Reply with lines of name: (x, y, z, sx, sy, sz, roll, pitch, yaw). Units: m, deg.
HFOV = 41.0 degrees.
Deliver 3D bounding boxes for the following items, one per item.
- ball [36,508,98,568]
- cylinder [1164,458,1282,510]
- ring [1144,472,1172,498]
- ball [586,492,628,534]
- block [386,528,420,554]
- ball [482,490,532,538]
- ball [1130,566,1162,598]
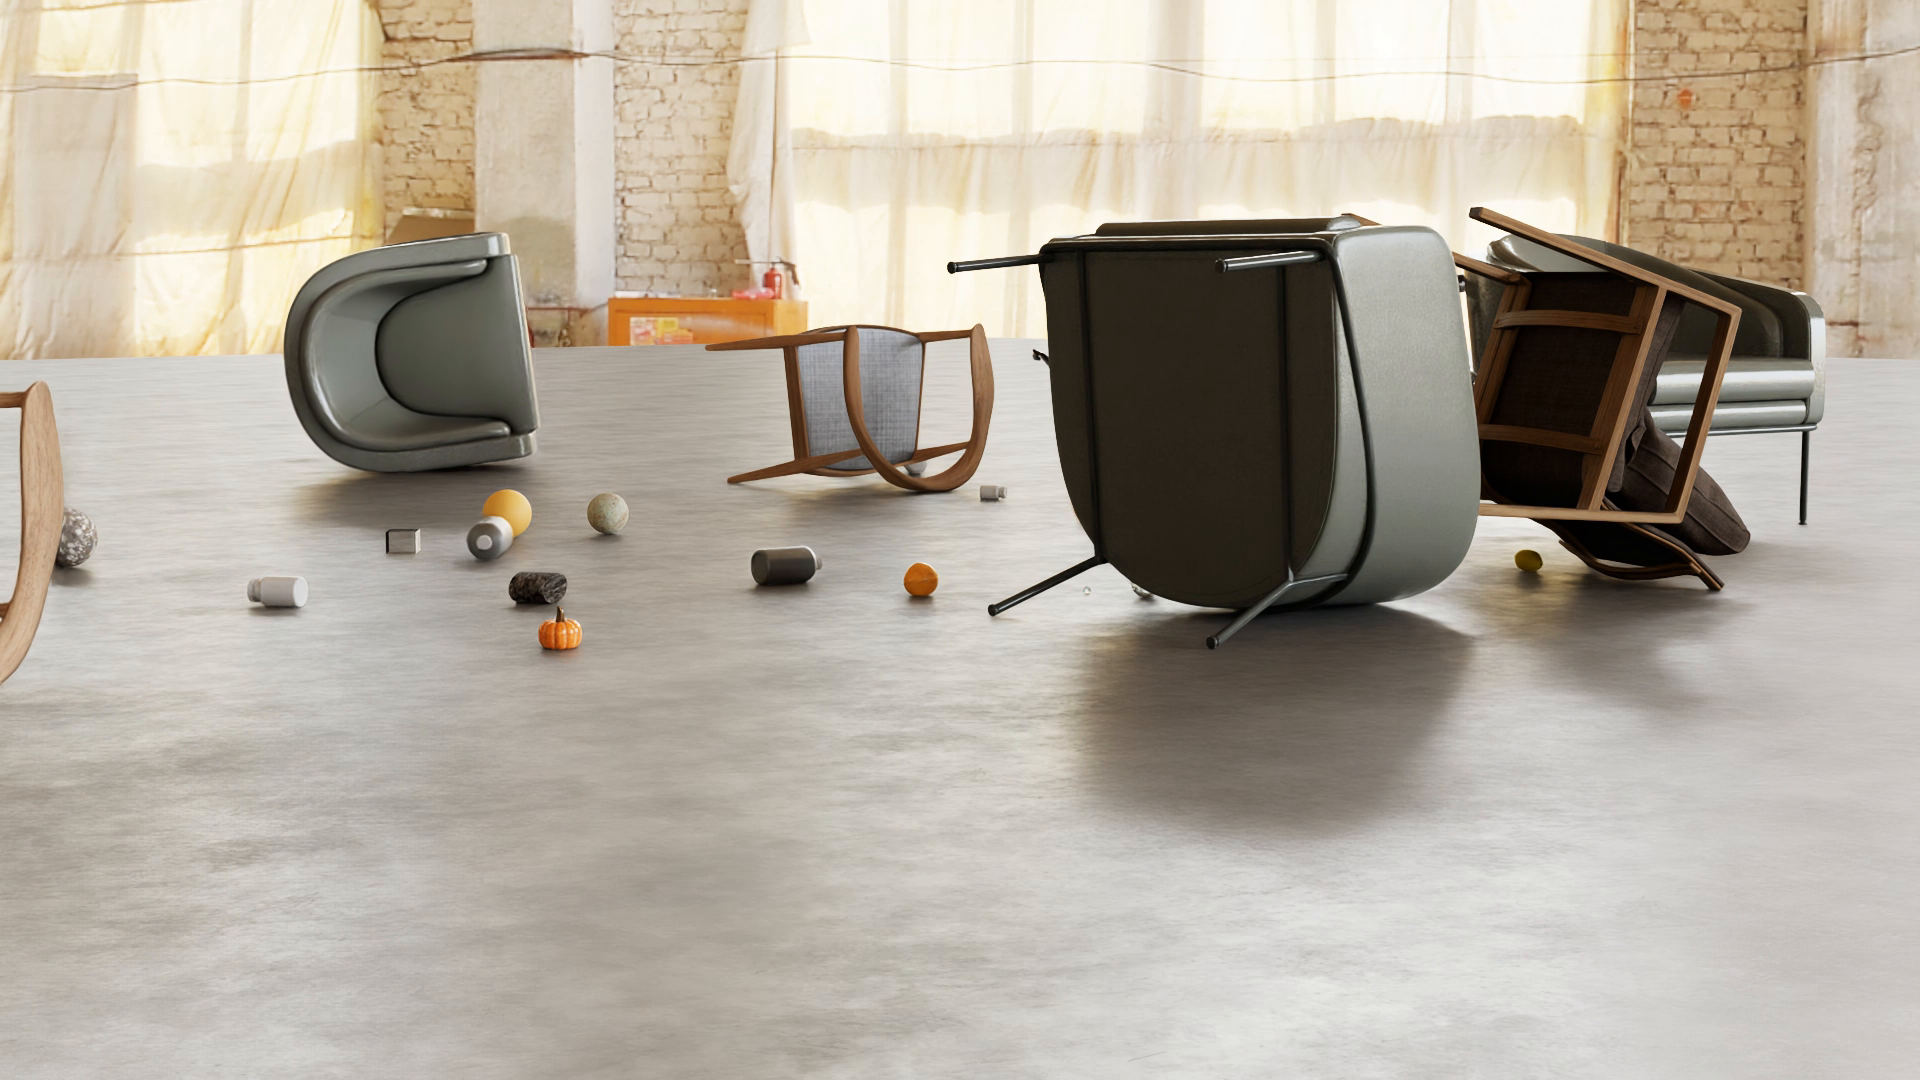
ball: (-2.022, -0.005, 5.807, 0.134, 0.134, 0.134, 0, 6, 0)
cylinder: (0.750, -0.161, 7.296, 0.217, 0.137, 0.272, 5, 3, 41)
ring: (0.692, -0.163, 7.670, 0.282, 0.068, 0.295, -4, 6, -40)
ball: (-0.901, -0.069, 6.561, 0.106, 0.106, 0.106, 0, 6, 0)
block: (-1.331, 0.003, 6.131, 0.070, 0.052, 0.081, 0, 6, -4)
ball: (-1.140, -0.066, 6.456, 0.122, 0.122, 0.122, 0, 6, 0)
ball: (0.383, 0.086, 5.264, 0.065, 0.065, 0.065, 0, 6, 0)
